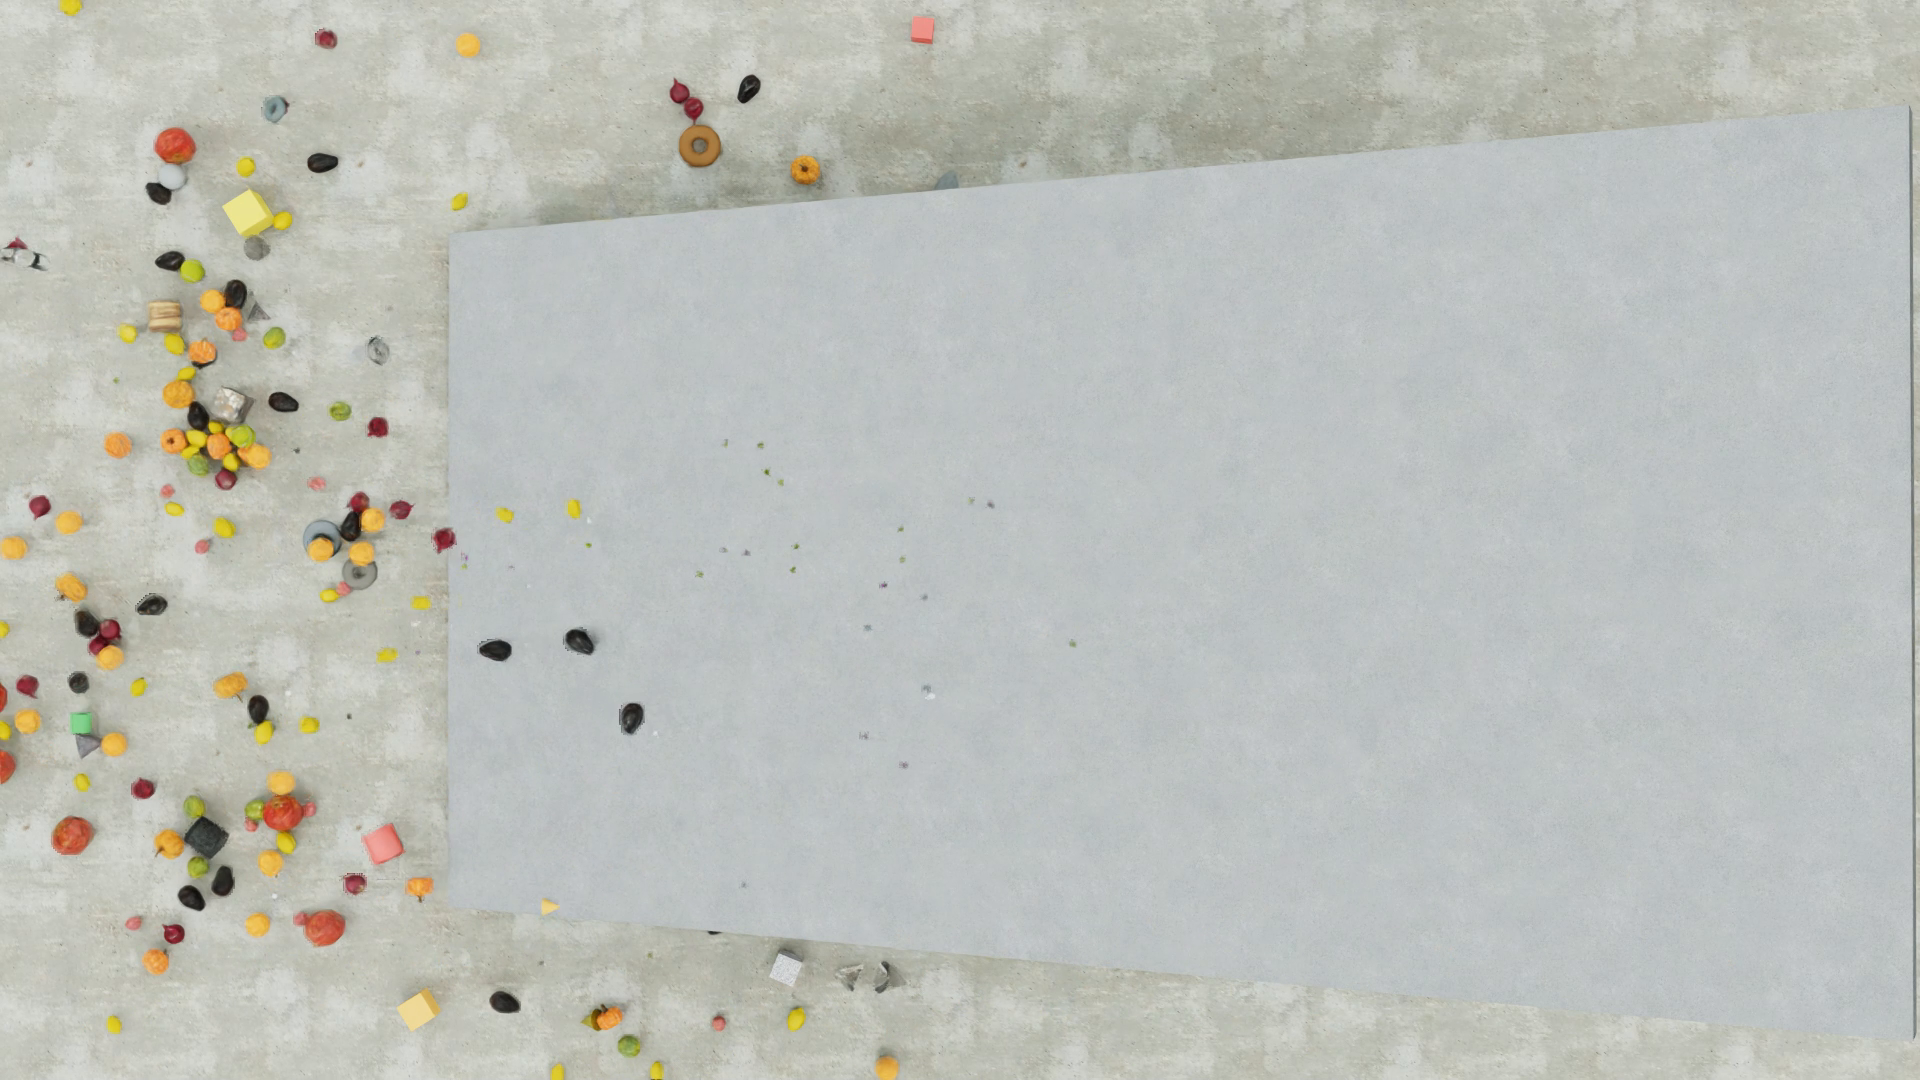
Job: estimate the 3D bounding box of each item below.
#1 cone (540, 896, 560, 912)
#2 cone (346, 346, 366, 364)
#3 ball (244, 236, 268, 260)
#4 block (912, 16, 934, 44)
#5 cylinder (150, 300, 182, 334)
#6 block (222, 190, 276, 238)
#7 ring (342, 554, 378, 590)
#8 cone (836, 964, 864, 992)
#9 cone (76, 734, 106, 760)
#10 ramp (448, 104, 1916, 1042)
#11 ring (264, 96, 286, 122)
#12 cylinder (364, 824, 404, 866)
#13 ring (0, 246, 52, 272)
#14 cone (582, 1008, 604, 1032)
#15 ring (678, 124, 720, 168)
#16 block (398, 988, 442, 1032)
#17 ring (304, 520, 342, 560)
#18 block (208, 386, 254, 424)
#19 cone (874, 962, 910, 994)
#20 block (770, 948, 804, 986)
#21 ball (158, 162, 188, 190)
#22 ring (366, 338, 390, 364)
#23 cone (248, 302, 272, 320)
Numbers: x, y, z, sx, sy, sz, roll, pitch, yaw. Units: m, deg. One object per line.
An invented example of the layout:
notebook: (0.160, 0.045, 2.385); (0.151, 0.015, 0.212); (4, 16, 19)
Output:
cone: (-1.175, 1.057, 6.333); (0.050, 0.050, 0.050); (13, 89, 23)
cone: (-1.820, -0.559, 6.603); (0.057, 0.057, 0.057); (0, 89, 0)
ball: (-2.112, -0.875, 6.598); (0.073, 0.073, 0.073); (0, 89, 0)
block: (-0.112, -1.532, 6.611); (0.062, 0.062, 0.062); (6, 89, 0)
cylinder: (-2.381, -0.668, 6.588); (0.088, 0.088, 0.088); (-1, 89, 0)
block: (-2.128, -0.976, 6.588); (0.097, 0.097, 0.097); (-32, 89, 0)
ring: (-1.803, 0.096, 6.607); (0.107, 0.036, 0.107); (0, 87, 3)
cone: (-0.317, 1.298, 6.594); (0.080, 0.080, 0.080); (-37, 89, -27)
cone: (-2.603, 0.612, 6.600); (0.083, 0.083, 0.083); (-10, 89, -27)
ramp: (0.278, 0.078, 5.658); (4.000, 0.100, 2.000); (0, 89, 27)
ring: (-2.044, -1.284, 6.560); (0.080, 0.027, 0.080); (-5, 80, 31)
cylinder: (-1.719, 0.909, 6.563); (0.093, 0.093, 0.093); (-26, 84, 0)
ring: (-2.733, -0.822, 6.431); (0.143, 0.143, 0.048); (12, 88, 0)
cone: (-1.112, 1.443, 6.595); (0.066, 0.066, 0.066); (-14, 89, 27)
ring: (-0.783, -1.186, 6.617); (0.128, 0.043, 0.128); (0, 90, -1)
block: (-1.616, 1.402, 6.569); (0.083, 0.083, 0.083); (-32, 89, 0)
ring: (-1.916, -0.001, 6.606); (0.118, 0.039, 0.118); (0, 92, 3)
block: (-2.182, -0.404, 6.588); (0.084, 0.084, 0.084); (24, 89, 0)
cone: (-0.193, 1.320, 6.590); (0.095, 0.095, 0.095); (18, 89, -26)
block: (-0.518, 1.279, 6.574); (0.076, 0.076, 0.076); (22, 89, 0)
ball: (-2.361, -1.092, 6.597); (0.080, 0.080, 0.080); (0, 89, 0)
ring: (-1.743, -0.566, 6.593); (0.028, 0.083, 0.083); (-15, 89, 29)
cone: (-2.101, -0.677, 6.619); (0.059, 0.059, 0.059); (24, 89, -26)
